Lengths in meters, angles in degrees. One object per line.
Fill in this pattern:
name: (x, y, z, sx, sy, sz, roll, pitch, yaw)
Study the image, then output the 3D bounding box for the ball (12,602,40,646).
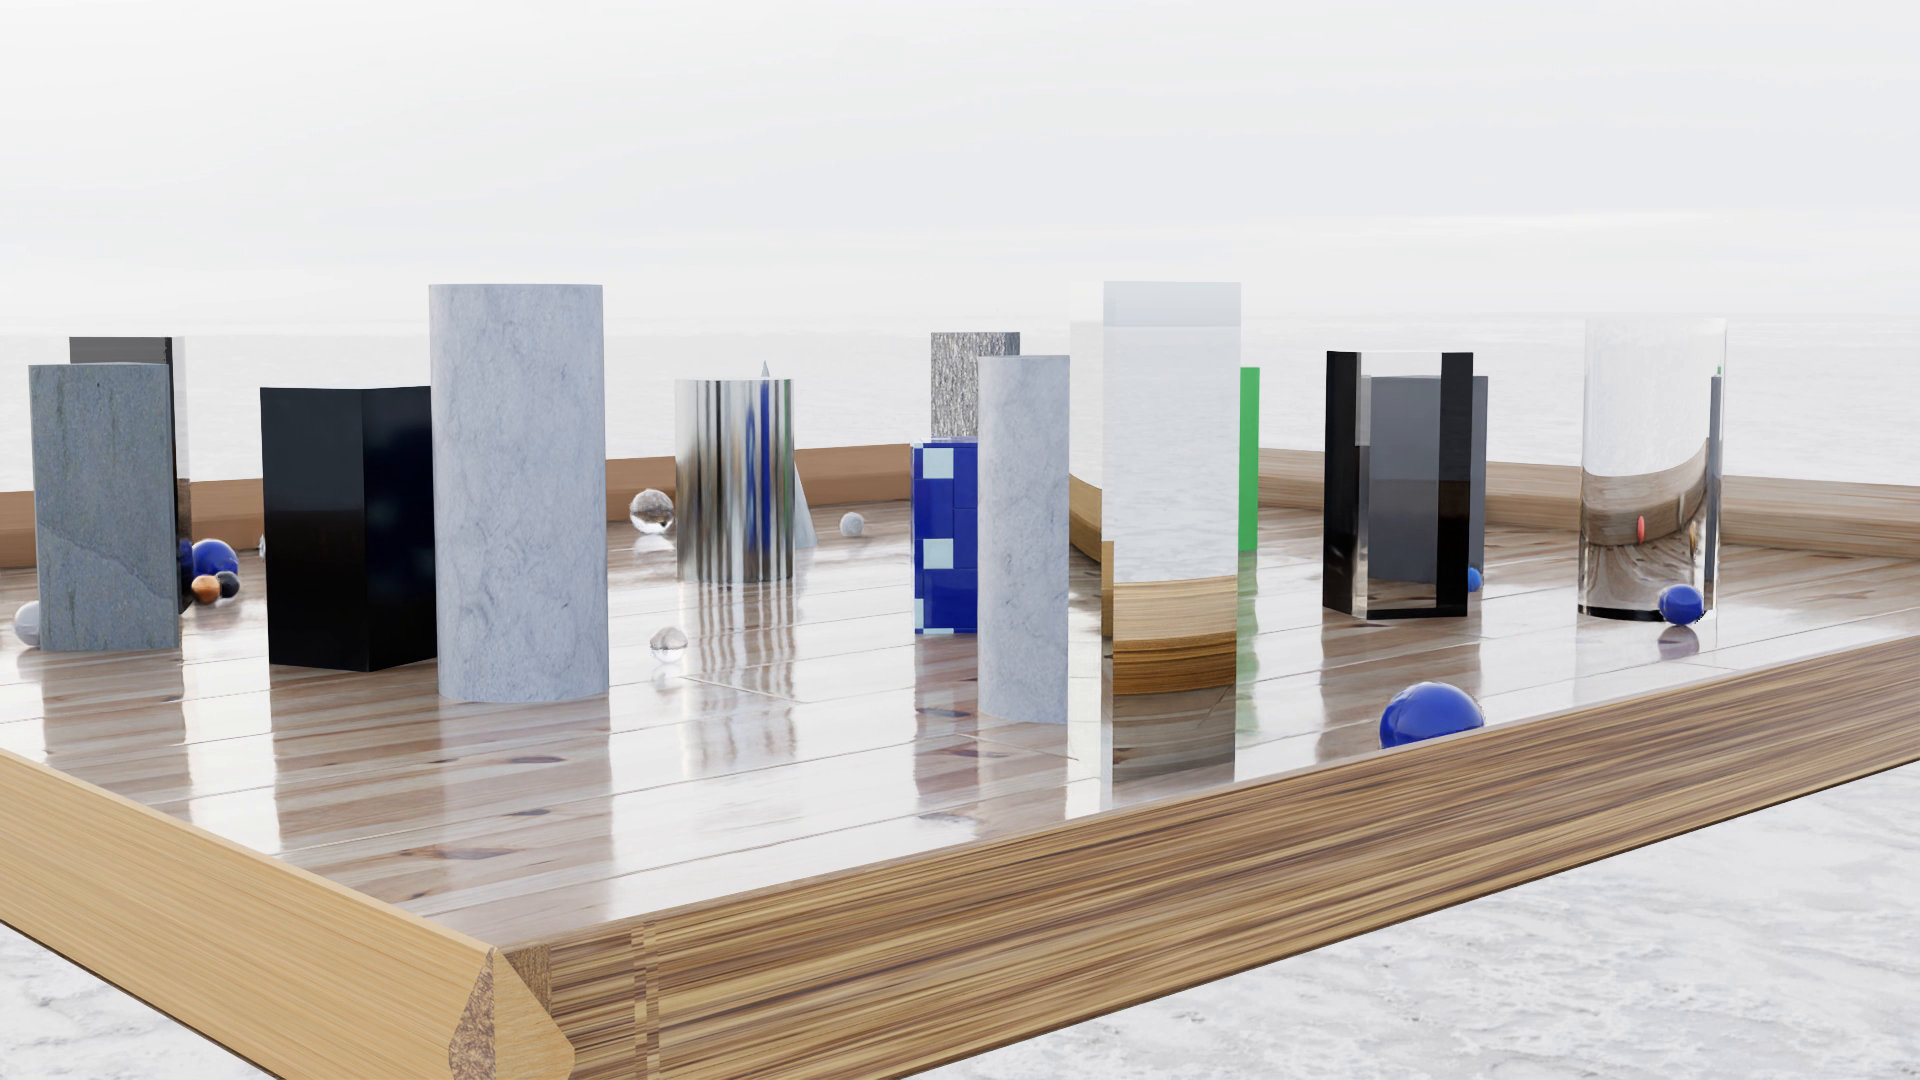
ball: (-1.230, 0.112, 2.929, 0.059, 0.059, 0.059, 0, 6, 0)

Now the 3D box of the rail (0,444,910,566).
rail: (-1.001, -0.079, 4.410, 3.394, 0.129, 0.045, -5, 8, -42)

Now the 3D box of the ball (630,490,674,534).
ball: (-0.616, -0.056, 4.402, 0.089, 0.089, 0.089, 0, 6, 0)

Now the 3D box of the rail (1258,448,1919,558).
rail: (1.230, -0.084, 4.460, 0.045, 0.129, 2.998, -5, 8, -42)

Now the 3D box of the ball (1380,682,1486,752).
ball: (0.444, 0.182, 2.067, 0.098, 0.098, 0.098, 0, 6, 0)

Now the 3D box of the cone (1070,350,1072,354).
cone: (0.222, -0.197, 4.352, 0.199, 0.378, 0.199, 0, 6, 0)

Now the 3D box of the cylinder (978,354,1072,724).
cylinder: (0.119, -0.007, 2.459, 0.199, 0.394, 0.199, 0, 6, 0)

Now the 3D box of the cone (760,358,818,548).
cone: (-0.370, -0.169, 4.191, 0.199, 0.356, 0.199, 0, 6, 0)

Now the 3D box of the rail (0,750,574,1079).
rail: (-1.230, 0.151, 2.203, 0.045, 0.129, 2.998, -5, 8, -42)

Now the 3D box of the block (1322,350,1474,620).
block: (0.645, -0.086, 3.253, 0.159, 0.386, 0.159, -2, 6, -14)

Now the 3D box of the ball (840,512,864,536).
ball: (-0.213, -0.030, 4.350, 0.048, 0.048, 0.048, 0, 6, 0)

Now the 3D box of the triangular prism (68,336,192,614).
triangular prism: (-1.209, -0.102, 3.309, 0.173, 0.407, 0.149, 2, 6, 17)

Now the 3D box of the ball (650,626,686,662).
ball: (-0.370, 0.133, 2.791, 0.047, 0.047, 0.047, 0, 6, 0)

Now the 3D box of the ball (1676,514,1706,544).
ball: (1.404, -0.022, 4.228, 0.056, 0.056, 0.056, 0, 6, 0)

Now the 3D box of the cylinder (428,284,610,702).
cylinder: (-0.516, -0.061, 2.583, 0.199, 0.475, 0.199, 0, 6, 0)

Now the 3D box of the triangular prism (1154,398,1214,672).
triangular prism: (0.216, -0.012, 2.798, 0.149, 0.333, 0.173, 4, 7, 33)

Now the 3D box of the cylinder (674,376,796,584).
cylinder: (-0.377, -0.105, 3.690, 0.199, 0.332, 0.199, 0, 6, 0)

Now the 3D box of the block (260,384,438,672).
block: (-0.769, -0.021, 2.805, 0.159, 0.350, 0.159, 3, 7, 25)

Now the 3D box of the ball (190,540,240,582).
ball: (-1.186, 0.041, 3.484, 0.085, 0.085, 0.085, 0, 6, 0)

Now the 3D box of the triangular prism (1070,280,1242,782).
triangular prism: (0.160, -0.016, 2.167, 0.173, 0.472, 0.149, -5, 8, -38)

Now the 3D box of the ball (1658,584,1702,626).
ball: (1.023, 0.092, 3.123, 0.059, 0.059, 0.059, 0, 6, 0)

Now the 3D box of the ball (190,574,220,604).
ball: (-1.152, 0.075, 3.358, 0.044, 0.044, 0.044, 0, 6, 0)

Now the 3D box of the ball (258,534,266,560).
ball: (-1.184, 0.010, 3.834, 0.074, 0.074, 0.074, 0, 6, 0)

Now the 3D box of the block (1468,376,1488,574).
block: (0.778, -0.110, 3.721, 0.159, 0.336, 0.159, 5, 8, 42)

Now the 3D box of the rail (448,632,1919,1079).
rail: (1.001, 0.146, 2.253, 3.394, 0.129, 0.045, -5, 8, -42)

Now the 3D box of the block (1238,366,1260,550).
block: (0.446, -0.154, 4.122, 0.159, 0.341, 0.159, -4, 7, -35)

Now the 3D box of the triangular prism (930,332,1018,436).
triangular prism: (0.061, -0.174, 3.999, 0.173, 0.406, 0.149, 5, 7, 37)

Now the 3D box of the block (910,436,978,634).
block: (0.012, -0.010, 3.114, 0.159, 0.264, 0.159, 0, 6, -3)

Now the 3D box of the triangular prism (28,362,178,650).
triangular prism: (-1.135, -0.050, 2.957, 0.173, 0.375, 0.149, -1, 6, -9)

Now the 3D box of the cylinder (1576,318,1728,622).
cylinder: (1.016, -0.108, 3.233, 0.199, 0.434, 0.199, 0, 6, 0)

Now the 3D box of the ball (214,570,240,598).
ball: (-1.140, 0.069, 3.413, 0.044, 0.044, 0.044, 0, 6, 0)

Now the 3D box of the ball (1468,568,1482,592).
ball: (0.805, 0.063, 3.484, 0.041, 0.041, 0.041, 0, 6, 0)
